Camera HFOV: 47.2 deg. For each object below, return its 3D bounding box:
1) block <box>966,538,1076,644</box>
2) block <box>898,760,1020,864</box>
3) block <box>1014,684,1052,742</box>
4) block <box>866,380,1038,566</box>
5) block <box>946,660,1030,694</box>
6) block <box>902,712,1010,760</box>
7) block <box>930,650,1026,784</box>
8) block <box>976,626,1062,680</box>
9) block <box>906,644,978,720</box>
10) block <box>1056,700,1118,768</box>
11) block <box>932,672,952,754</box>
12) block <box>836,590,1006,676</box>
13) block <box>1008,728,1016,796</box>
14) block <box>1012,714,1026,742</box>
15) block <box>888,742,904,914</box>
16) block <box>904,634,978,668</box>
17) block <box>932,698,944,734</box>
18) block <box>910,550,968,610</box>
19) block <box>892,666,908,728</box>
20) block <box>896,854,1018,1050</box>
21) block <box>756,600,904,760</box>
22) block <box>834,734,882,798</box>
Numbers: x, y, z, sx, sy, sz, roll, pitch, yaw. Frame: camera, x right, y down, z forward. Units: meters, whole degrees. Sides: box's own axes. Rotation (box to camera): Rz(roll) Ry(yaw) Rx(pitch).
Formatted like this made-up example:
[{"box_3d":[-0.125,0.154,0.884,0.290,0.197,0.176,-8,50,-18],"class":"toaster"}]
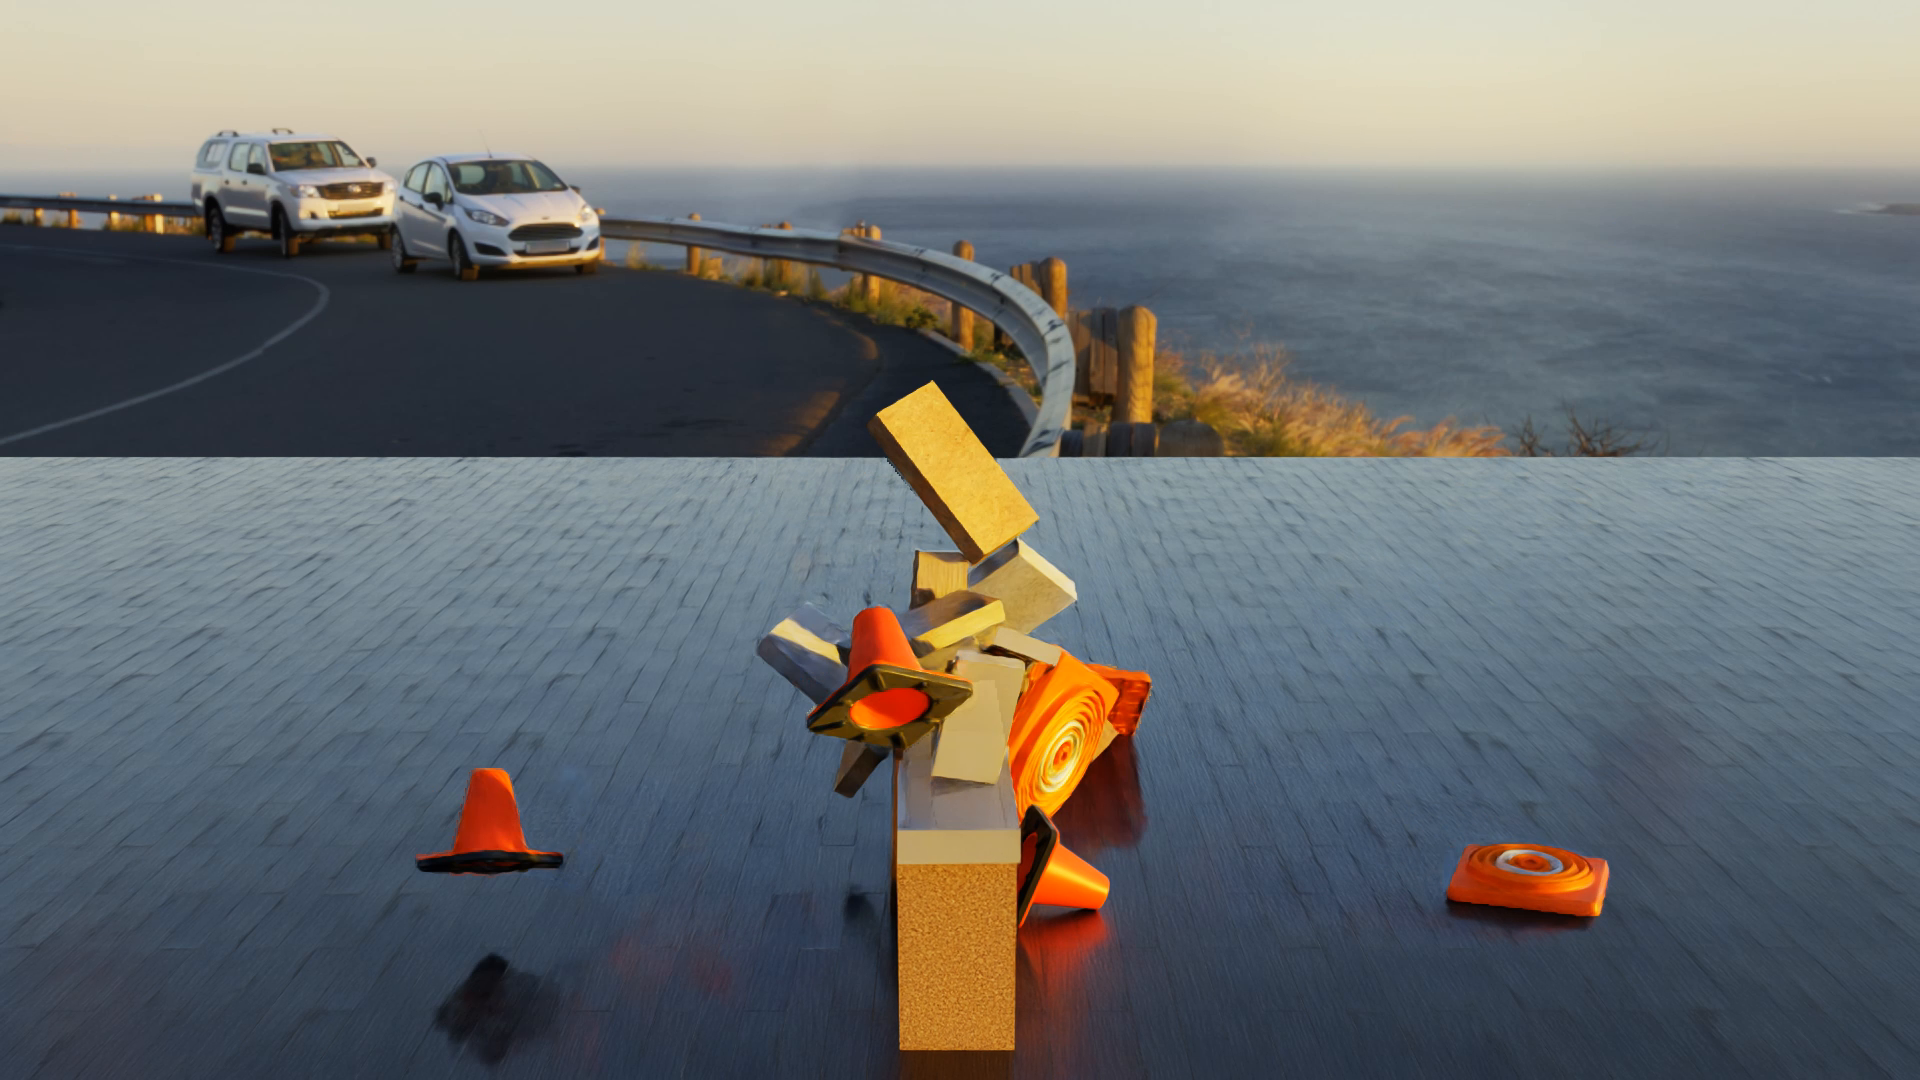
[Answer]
[{"box_3d":[0.039,0.117,3.511,0.271,0.135,0.038,-36,33,26],"class":"block"},{"box_3d":[-0.005,0.368,3.001,0.159,0.045,0.318,0,11,-1],"class":"block"},{"box_3d":[0.096,0.353,4.331,0.176,0.088,0.025,-28,-18,38],"class":"block"},{"box_3d":[-0.011,-0.104,3.376,0.135,0.271,0.038,-34,-6,-41],"class":"block"},{"box_3d":[0.038,0.193,3.114,0.068,0.019,0.136,14,-3,-24],"class":"block"},{"box_3d":[-0.006,0.321,3.314,0.156,0.044,0.311,0,10,0],"class":"block"},{"box_3d":[0.024,0.243,3.004,0.092,0.184,0.026,9,25,-9],"class":"block"},{"box_3d":[0.080,0.160,3.070,0.092,0.026,0.185,20,-12,-4],"class":"block"},{"box_3d":[-0.024,0.216,3.317,0.113,0.032,0.225,-5,-23,-4],"class":"block"},{"box_3d":[0.243,0.366,4.185,0.025,0.088,0.175,-41,-4,22],"class":"block"},{"box_3d":[0.019,0.247,3.080,0.092,0.184,0.026,5,53,-7],"class":"block"},{"box_3d":[-0.057,0.135,3.236,0.225,0.032,0.112,-23,18,-28],"class":"block"},{"box_3d":[0.032,0.409,3.934,0.126,0.252,0.036,-4,15,-5],"class":"block"},{"box_3d":[0.044,0.398,4.164,0.088,0.175,0.025,27,8,-7],"class":"block"},{"box_3d":[-0.032,0.462,3.518,0.156,0.311,0.044,-1,31,-7],"class":"block"},{"box_3d":[-0.012,0.219,3.412,0.113,0.032,0.286,-10,-26,5],"class":"block"},{"box_3d":[-0.007,0.265,3.237,0.068,0.019,0.136,0,-24,0],"class":"block"},{"box_3d":[-0.034,0.096,3.361,0.080,0.160,0.023,2,10,-20],"class":"block"},{"box_3d":[-0.074,0.216,3.462,0.023,0.160,0.080,24,50,17],"class":"block"},{"box_3d":[-0.004,0.554,2.992,0.159,0.318,0.045,0,26,0],"class":"block"},{"box_3d":[-0.186,0.224,3.545,0.271,0.038,0.135,39,37,6],"class":"block"},{"box_3d":[-0.142,0.335,3.892,0.036,0.252,0.126,27,39,-12],"class":"block"}]
